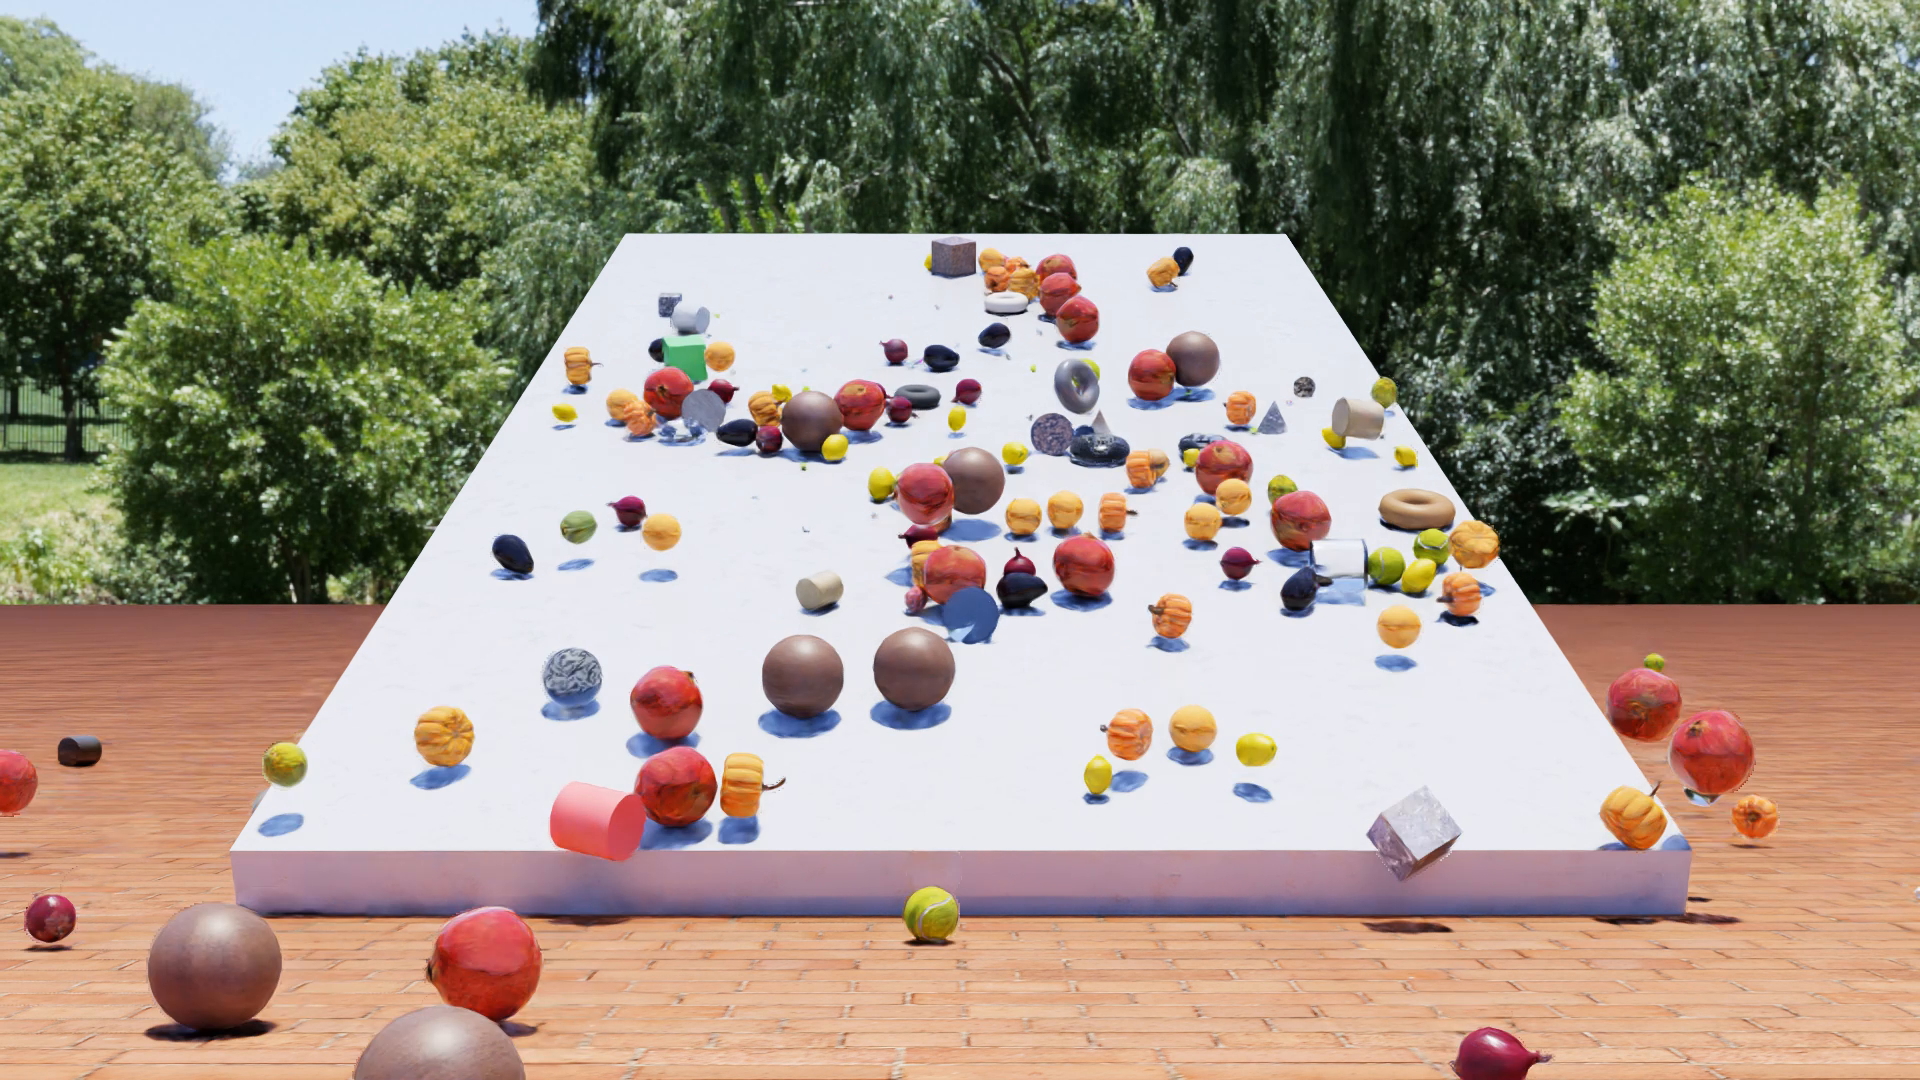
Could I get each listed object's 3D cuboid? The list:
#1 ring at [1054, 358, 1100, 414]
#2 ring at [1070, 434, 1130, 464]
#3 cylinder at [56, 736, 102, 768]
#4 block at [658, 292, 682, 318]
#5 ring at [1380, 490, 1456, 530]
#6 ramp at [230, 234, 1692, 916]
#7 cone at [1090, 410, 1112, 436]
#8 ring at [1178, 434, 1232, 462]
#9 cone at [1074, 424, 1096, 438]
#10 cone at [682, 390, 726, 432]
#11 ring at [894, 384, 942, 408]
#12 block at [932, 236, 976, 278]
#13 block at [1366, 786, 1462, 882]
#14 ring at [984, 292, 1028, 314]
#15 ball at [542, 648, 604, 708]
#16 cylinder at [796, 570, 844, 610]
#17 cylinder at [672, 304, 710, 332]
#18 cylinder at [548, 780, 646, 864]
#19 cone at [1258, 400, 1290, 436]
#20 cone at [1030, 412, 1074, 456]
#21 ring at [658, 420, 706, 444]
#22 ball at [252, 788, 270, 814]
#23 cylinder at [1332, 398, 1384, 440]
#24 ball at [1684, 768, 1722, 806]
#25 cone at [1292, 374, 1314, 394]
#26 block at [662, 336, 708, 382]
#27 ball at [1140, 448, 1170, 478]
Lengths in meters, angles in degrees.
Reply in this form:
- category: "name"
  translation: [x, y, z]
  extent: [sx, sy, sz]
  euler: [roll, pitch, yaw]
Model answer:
- category: "ring"
  translation: [0.253, -0.334, 4.912]
  extent: [0.126, 0.126, 0.042]
  euler: [1, -12, -44]
- category: "ring"
  translation: [0.294, -0.191, 4.746]
  extent: [0.127, 0.042, 0.127]
  euler: [1, 19, 0]
- category: "cylinder"
  translation: [-2.289, 0.550, 5.883]
  extent: [0.077, 0.077, 0.077]
  euler: [-1, -2, 23]
- category: "block"
  translation: [-0.755, -0.613, 5.899]
  extent: [0.054, 0.054, 0.054]
  euler: [0, 20, 1]
- category: "ring"
  translation: [0.883, -0.059, 4.373]
  extent: [0.146, 0.049, 0.146]
  euler: [1, 20, 0]
- category: "ramp"
  translation: [-0.005, -0.205, 4.992]
  extent: [2.000, 0.100, 4.000]
  euler: [0, 20, 0]
- category: "cone"
  translation: [0.303, -0.257, 4.904]
  extent: [0.058, 0.058, 0.058]
  euler: [0, 20, 0]
- category: "ring"
  translation: [0.516, -0.195, 4.763]
  extent: [0.116, 0.039, 0.116]
  euler: [1, 21, 0]
- category: "cone"
  translation: [0.262, -0.217, 4.846]
  extent: [0.050, 0.050, 0.050]
  euler: [0, -9, -10]
- category: "cone"
  translation: [-0.568, -0.275, 4.975]
  extent: [0.096, 0.096, 0.096]
  euler: [0, -7, -12]
- category: "ring"
  translation: [-0.096, -0.326, 5.129]
  extent: [0.108, 0.036, 0.108]
  euler: [1, 19, 0]
- category: "block"
  translation: [-0.017, -0.796, 6.357]
  extent: [0.091, 0.091, 0.091]
  euler: [-16, 25, -38]
- category: "block"
  translation: [0.603, 0.390, 3.009]
  extent: [0.078, 0.078, 0.078]
  euler: [-28, -23, -20]
- category: "ring"
  translation: [0.121, -0.625, 5.958]
  extent: [0.118, 0.039, 0.118]
  euler: [-1, 20, 0]
- category: "ball"
  translation: [-0.605, 0.214, 3.536]
  extent: [0.093, 0.093, 0.093]
  euler: [0, -1, 0]
- category: "cylinder"
  translation: [-0.244, 0.087, 3.943]
  extent: [0.059, 0.059, 0.059]
  euler: [-1, 14, 44]
- category: "cylinder"
  translation: [-0.681, -0.562, 5.732]
  extent: [0.069, 0.069, 0.069]
  euler: [-3, -3, 30]
- category: "cylinder"
  translation: [-0.492, 0.381, 3.069]
  extent: [0.093, 0.093, 0.093]
  euler: [13, 4, 26]
- category: "cone"
  translation: [0.684, -0.272, 4.932]
  extent: [0.071, 0.071, 0.071]
  euler: [0, 20, 0]
- category: "cone"
  translation: [0.200, -0.218, 4.821]
  extent: [0.092, 0.092, 0.092]
  euler: [0, -7, 7]
- category: "ring"
  translation: [-0.597, -0.233, 4.871]
  extent: [0.104, 0.035, 0.104]
  euler: [1, 19, 0]
- category: "ball"
  translation: [-1.257, 0.499, 4.168]
  extent: [0.091, 0.091, 0.091]
  euler: [0, -1, 0]
- category: "cylinder"
  translation: [0.841, -0.256, 4.787]
  extent: [0.082, 0.082, 0.082]
  euler: [6, -3, -17]
- category: "ball"
  translation: [1.079, 0.360, 3.287]
  extent: [0.055, 0.055, 0.055]
  euler: [0, -1, 0]
- category: "cone"
  translation: [0.797, -0.346, 5.207]
  extent: [0.053, 0.053, 0.053]
  euler: [-1, -25, 30]
- category: "block"
  translation: [-0.649, -0.427, 5.333]
  extent: [0.087, 0.087, 0.087]
  euler: [-6, 21, -16]
- category: "ball"
  translation: [0.398, -0.158, 4.616]
  extent: [0.060, 0.060, 0.060]
  euler: [0, -1, 0]
